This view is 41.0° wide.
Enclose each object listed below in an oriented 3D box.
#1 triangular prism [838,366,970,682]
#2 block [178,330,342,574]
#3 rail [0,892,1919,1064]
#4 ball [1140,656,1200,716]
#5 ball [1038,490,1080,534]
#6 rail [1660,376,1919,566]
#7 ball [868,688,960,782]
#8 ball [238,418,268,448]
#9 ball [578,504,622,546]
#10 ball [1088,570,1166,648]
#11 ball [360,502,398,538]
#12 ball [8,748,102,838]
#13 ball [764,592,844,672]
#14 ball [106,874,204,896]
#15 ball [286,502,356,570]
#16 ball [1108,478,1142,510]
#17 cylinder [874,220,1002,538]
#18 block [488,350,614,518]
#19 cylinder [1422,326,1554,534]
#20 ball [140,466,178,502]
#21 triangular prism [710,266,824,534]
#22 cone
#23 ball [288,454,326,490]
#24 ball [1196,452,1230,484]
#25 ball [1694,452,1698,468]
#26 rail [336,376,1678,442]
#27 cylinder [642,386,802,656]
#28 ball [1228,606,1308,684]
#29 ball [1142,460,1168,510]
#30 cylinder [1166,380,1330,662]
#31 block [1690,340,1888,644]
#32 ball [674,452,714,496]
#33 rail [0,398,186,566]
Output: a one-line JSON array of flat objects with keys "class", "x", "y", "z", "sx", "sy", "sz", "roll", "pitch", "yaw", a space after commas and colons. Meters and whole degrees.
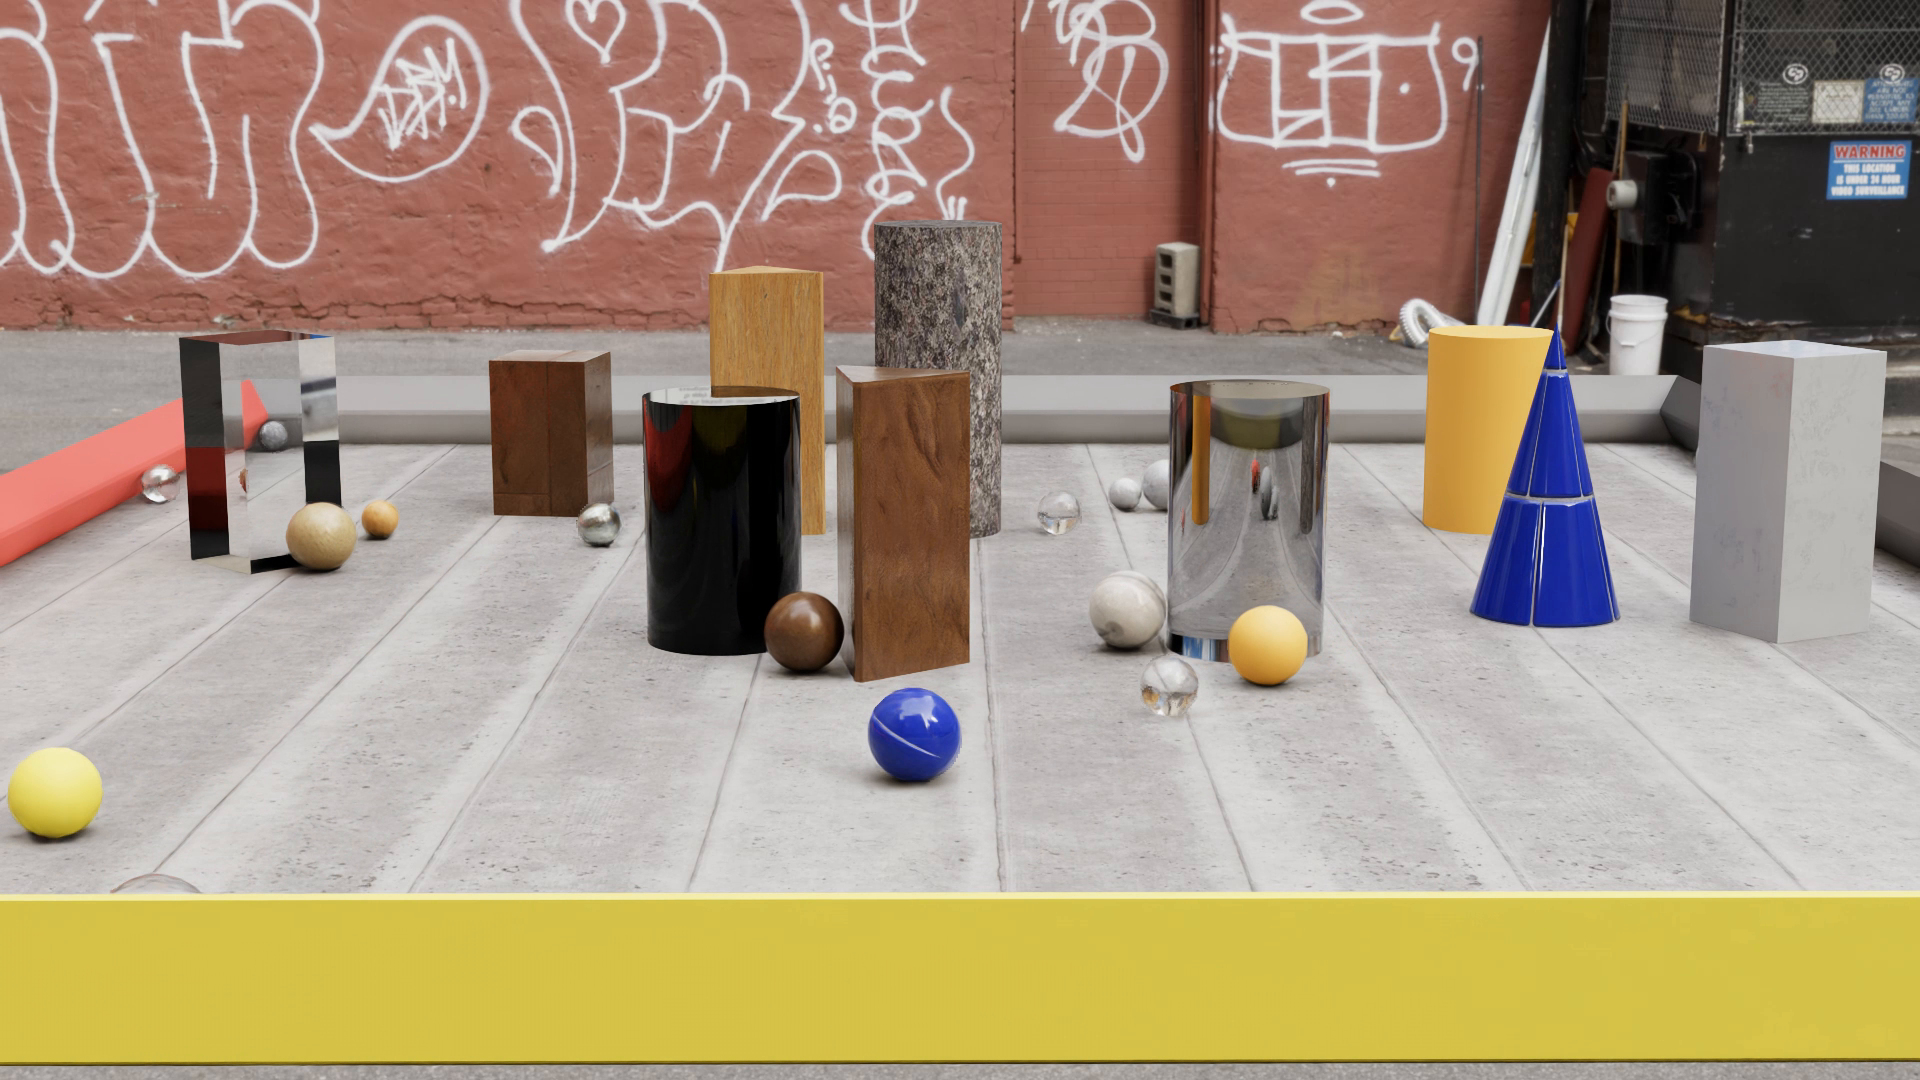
[{"class": "triangular prism", "x": -0.102, "y": -0.028, "z": 3.147, "sx": 0.173, "sy": 0.361, "sz": 0.150, "roll": -9, "pitch": 14, "yaw": -39}, {"class": "block", "x": -1.034, "y": -0.134, "z": 3.802, "sx": 0.160, "sy": 0.333, "sz": 0.160, "roll": 9, "pitch": 14, "yaw": 41}, {"class": "rail", "x": 0.009, "y": 0.319, "z": 1.906, "sx": 2.825, "sy": 0.130, "sz": 0.045, "roll": 0, "pitch": 10, "yaw": 0}, {"class": "ball", "x": 0.237, "y": 0.166, "z": 2.908, "sx": 0.067, "sy": 0.067, "sz": 0.067, "roll": 0, "pitch": 10, "yaw": 0}, {"class": "ball", "x": 0.155, "y": -0.043, "z": 4.036, "sx": 0.068, "sy": 0.068, "sz": 0.068, "roll": 0, "pitch": 10, "yaw": 0}, {"class": "rail", "x": 1.389, "y": 0.032, "z": 3.457, "sx": 0.045, "sy": 0.130, "sz": 3.185, "roll": 0, "pitch": 10, "yaw": 0}, {"class": "ball", "x": -0.048, "y": 0.200, "z": 2.644, "sx": 0.096, "sy": 0.096, "sz": 0.096, "roll": 0, "pitch": 10, "yaw": 0}, {"class": "ball", "x": -1.363, "y": -0.206, "z": 4.945, "sx": 0.058, "sy": 0.058, "sz": 0.058, "roll": 0, "pitch": 10, "yaw": 0}, {"class": "ball", "x": -0.553, "y": -0.024, "z": 3.941, "sx": 0.065, "sy": 0.065, "sz": 0.065, "roll": 0, "pitch": 10, "yaw": 0}, {"class": "ball", "x": 0.212, "y": 0.088, "z": 3.242, "sx": 0.099, "sy": 0.099, "sz": 0.099, "roll": 0, "pitch": 10, "yaw": 0}, {"class": "ball", "x": -0.906, "y": -0.032, "z": 4.006, "sx": 0.057, "sy": 0.057, "sz": 0.057, "roll": 0, "pitch": 10, "yaw": 0}, {"class": "ball", "x": -0.864, "y": 0.241, "z": 2.451, "sx": 0.086, "sy": 0.086, "sz": 0.086, "roll": 0, "pitch": 10, "yaw": 0}, {"class": "ball", "x": -0.190, "y": 0.112, "z": 3.117, "sx": 0.098, "sy": 0.098, "sz": 0.098, "roll": 0, "pitch": 10, "yaw": 0}, {"class": "ball", "x": -0.636, "y": 0.313, "z": 2.025, "sx": 0.099, "sy": 0.099, "sz": 0.099, "roll": 0, "pitch": 10, "yaw": 0}, {"class": "ball", "x": -0.932, "y": -0.005, "z": 3.744, "sx": 0.100, "sy": 0.100, "sz": 0.100, "roll": 0, "pitch": 10, "yaw": 0}, {"class": "ball", "x": 0.274, "y": -0.076, "z": 4.254, "sx": 0.054, "sy": 0.054, "sz": 0.054, "roll": 0, "pitch": 10, "yaw": 0}, {"class": "cylinder", "x": -0.034, "y": -0.255, "z": 4.039, "sx": 0.200, "sy": 0.484, "sz": 0.200, "roll": 0, "pitch": 10, "yaw": 0}, {"class": "block", "x": -0.675, "y": -0.179, "z": 4.255, "sx": 0.160, "sy": 0.255, "sz": 0.160, "roll": 1, "pitch": 11, "yaw": 8}, {"class": "cylinder", "x": 0.847, "y": -0.179, "z": 4.105, "sx": 0.200, "sy": 0.310, "sz": 0.200, "roll": 0, "pitch": 10, "yaw": 0}, {"class": "ball", "x": -1.353, "y": -0.095, "z": 4.337, "sx": 0.061, "sy": 0.061, "sz": 0.061, "roll": 0, "pitch": 10, "yaw": 0}, {"class": "triangular prism", "x": -0.309, "y": -0.223, "z": 4.064, "sx": 0.173, "sy": 0.411, "sz": 0.150, "roll": -2, "pitch": 11, "yaw": -8}, {"class": "cone", "x": 0.788, "y": -0.095, "z": 3.421, "sx": 0.200, "sy": 0.394, "sz": 0.200, "roll": 0, "pitch": 10, "yaw": 0}, {"class": "ball", "x": -1.134, "y": -0.117, "z": 4.449, "sx": 0.064, "sy": 0.064, "sz": 0.064, "roll": 0, "pitch": 10, "yaw": 0}, {"class": "ball", "x": 0.446, "y": -0.127, "z": 4.519, "sx": 0.057, "sy": 0.057, "sz": 0.057, "roll": 0, "pitch": 10, "yaw": 0}, {"class": "ball", "x": 1.351, "y": -0.144, "z": 4.624, "sx": 0.054, "sy": 0.054, "sz": 0.054, "roll": 0, "pitch": 10, "yaw": 0}, {"class": "rail", "x": -0.009, "y": -0.252, "z": 4.991, "sx": 2.825, "sy": 0.130, "sz": 0.045, "roll": 0, "pitch": 10, "yaw": 0}, {"class": "cylinder", "x": -0.302, "y": -0.028, "z": 3.276, "sx": 0.200, "sy": 0.315, "sz": 0.200, "roll": 0, "pitch": 10, "yaw": 0}, {"class": "ball", "x": 0.367, "y": 0.125, "z": 3.055, "sx": 0.094, "sy": 0.094, "sz": 0.094, "roll": 0, "pitch": 10, "yaw": 0}, {"class": "ball", "x": 0.343, "y": -0.092, "z": 4.255, "sx": 0.084, "sy": 0.084, "sz": 0.084, "roll": 0, "pitch": 10, "yaw": 0}, {"class": "cylinder", "x": 0.362, "y": -0.027, "z": 3.233, "sx": 0.200, "sy": 0.329, "sz": 0.200, "roll": 0, "pitch": 10, "yaw": 0}, {"class": "block", "x": 1.078, "y": -0.067, "z": 3.347, "sx": 0.160, "sy": 0.366, "sz": 0.160, "roll": -5, "pitch": 12, "yaw": -27}, {"class": "ball", "x": -0.452, "y": -0.112, "z": 4.394, "sx": 0.075, "sy": 0.075, "sz": 0.075, "roll": 0, "pitch": 10, "yaw": 0}, {"class": "rail", "x": -1.389, "y": 0.035, "z": 3.441, "sx": 0.045, "sy": 0.130, "sz": 3.185, "roll": 0, "pitch": 10, "yaw": 0}]
